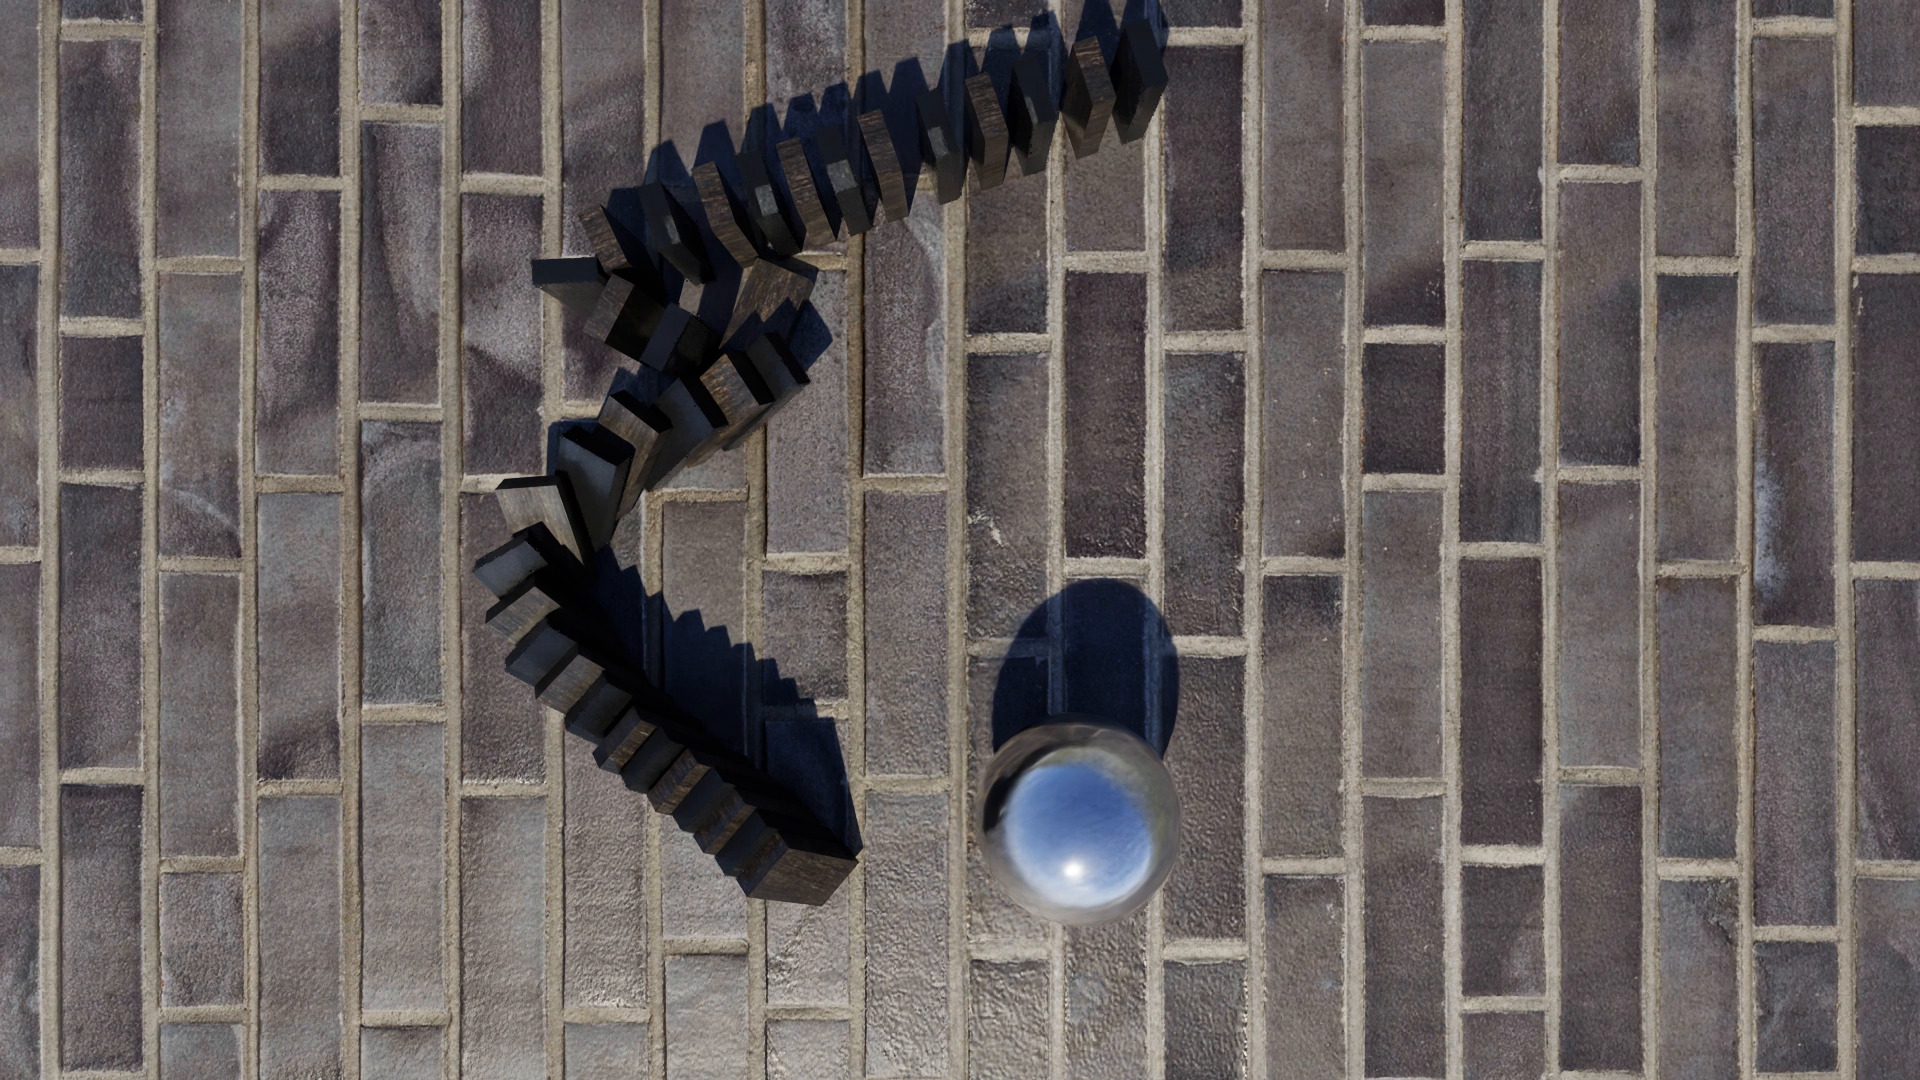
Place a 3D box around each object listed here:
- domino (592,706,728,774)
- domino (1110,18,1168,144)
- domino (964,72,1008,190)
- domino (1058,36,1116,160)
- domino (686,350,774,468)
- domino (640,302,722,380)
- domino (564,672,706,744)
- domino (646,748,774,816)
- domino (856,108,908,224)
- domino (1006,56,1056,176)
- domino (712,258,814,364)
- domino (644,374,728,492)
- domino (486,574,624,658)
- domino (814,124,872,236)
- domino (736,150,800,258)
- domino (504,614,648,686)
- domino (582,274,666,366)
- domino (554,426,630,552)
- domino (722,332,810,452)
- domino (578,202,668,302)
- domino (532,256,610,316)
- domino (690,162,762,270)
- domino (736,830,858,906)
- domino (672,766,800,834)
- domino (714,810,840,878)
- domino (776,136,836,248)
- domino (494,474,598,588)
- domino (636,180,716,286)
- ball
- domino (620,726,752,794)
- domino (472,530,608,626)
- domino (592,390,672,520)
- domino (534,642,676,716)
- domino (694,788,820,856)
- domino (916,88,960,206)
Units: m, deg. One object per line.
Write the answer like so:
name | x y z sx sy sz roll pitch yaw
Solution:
domino | -0.122 0.088 0.378 0.025 0.050 0.010 -49 48 0
domino | 0.071 -0.186 0.375 0.010 0.050 0.025 -19 90 0
domino | 0.010 -0.166 0.375 0.010 0.050 0.025 -19 90 0
domino | 0.051 -0.179 0.375 0.009 0.050 0.025 -18 90 0
domino | -0.103 -0.054 0.381 0.050 0.009 0.025 -33 91 31
domino | -0.112 -0.078 0.375 0.010 0.050 0.025 28 90 0
domino | -0.135 0.077 0.381 0.025 0.009 0.050 -49 127 0
domino | -0.101 0.103 0.377 0.025 0.050 0.009 -49 52 0
domino | -0.031 -0.152 0.375 0.009 0.050 0.025 -19 90 0
domino | 0.029 -0.172 0.375 0.010 0.050 0.025 -18 90 0
domino | -0.085 -0.093 0.395 0.025 0.010 0.050 23 90 0
domino | -0.121 -0.044 0.383 0.050 0.010 0.025 -34 90 31
domino | -0.167 0.039 0.381 0.025 0.009 0.050 -37 127 1
domino | -0.047 -0.146 0.375 0.009 0.050 0.025 -20 90 0
domino | -0.078 -0.136 0.375 0.010 0.050 0.025 -17 90 0
domino | -0.159 0.055 0.381 0.025 0.009 0.050 -46 127 1
domino | -0.134 -0.089 0.375 0.010 0.050 0.025 28 90 0
domino | -0.155 -0.020 0.381 0.025 0.009 0.050 30 127 0
domino | -0.088 -0.062 0.384 0.050 0.010 0.025 -34 90 29
domino | -0.137 -0.116 0.375 0.010 0.050 0.025 -26 90 0
domino | -0.151 -0.103 0.375 0.025 0.050 0.010 -3 90 0
domino | -0.094 -0.132 0.375 0.010 0.050 0.025 -19 90 0
domino | -0.066 0.136 0.377 0.025 0.050 0.010 -50 53 0
domino | -0.091 0.110 0.377 0.025 0.050 0.009 -49 53 0
domino | -0.074 0.128 0.377 0.025 0.050 0.009 -50 53 0
domino | -0.062 -0.141 0.375 0.010 0.050 0.025 -18 90 0
domino | -0.172 -0.002 0.383 0.025 0.010 0.050 -4 122 1
domino | -0.115 -0.124 0.375 0.009 0.050 0.025 -19 90 0
ball | 0.046 0.109 0.360 0.080 0.080 0.080 0 90 0
domino | -0.111 0.096 0.378 0.025 0.050 0.009 -49 50 0
domino | -0.174 0.022 0.382 0.025 0.009 0.050 -30 124 0
domino | -0.142 -0.035 0.383 0.025 0.009 0.050 38 120 0
domino | -0.147 0.066 0.381 0.025 0.010 0.050 -47 127 0
domino | -0.083 0.119 0.377 0.025 0.050 0.009 -49 53 0
domino | -0.009 -0.159 0.375 0.010 0.050 0.025 -19 90 0
